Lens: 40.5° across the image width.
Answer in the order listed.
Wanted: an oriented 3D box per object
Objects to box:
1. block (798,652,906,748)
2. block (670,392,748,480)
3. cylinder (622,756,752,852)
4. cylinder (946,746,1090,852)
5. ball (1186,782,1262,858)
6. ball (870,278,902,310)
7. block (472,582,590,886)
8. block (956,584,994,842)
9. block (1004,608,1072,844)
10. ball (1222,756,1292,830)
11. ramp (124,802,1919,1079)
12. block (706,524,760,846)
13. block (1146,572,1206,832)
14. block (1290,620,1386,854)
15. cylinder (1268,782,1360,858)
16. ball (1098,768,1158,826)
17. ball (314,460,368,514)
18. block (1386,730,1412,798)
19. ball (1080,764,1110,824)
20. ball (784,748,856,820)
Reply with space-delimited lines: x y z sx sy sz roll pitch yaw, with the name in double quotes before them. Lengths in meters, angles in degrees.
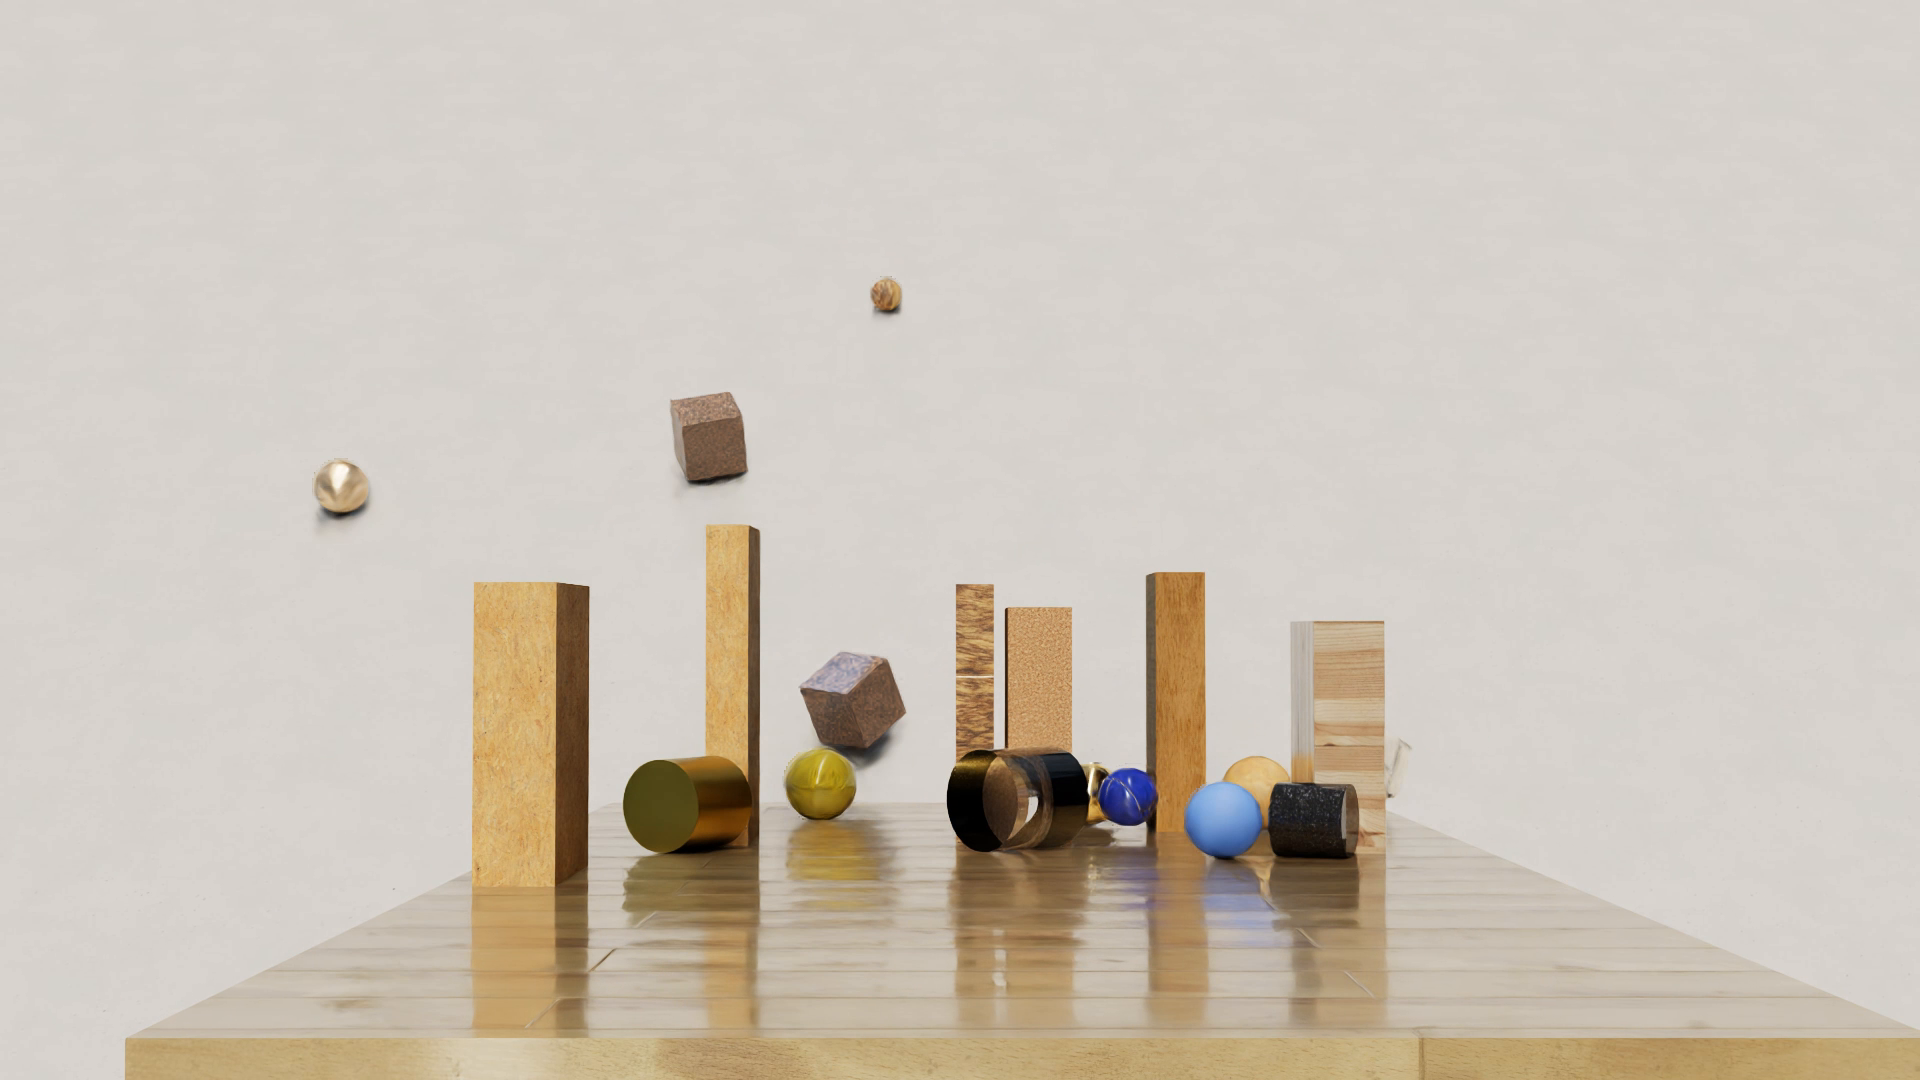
"block" -0.294 0.438 7.129 0.179 0.179 0.179 5 34 41
"block" -0.796 -0.330 8.238 0.194 0.194 0.194 -10 29 -14
"cylinder" -0.562 0.544 5.367 0.190 0.190 0.190 23 9 28
"cylinder" 0.120 0.535 5.379 0.210 0.210 0.210 2 26 -44
"ball" 0.523 0.556 5.158 0.151 0.151 0.151 0 36 0
"ball" -0.257 -0.856 9.063 0.111 0.111 0.111 0 36 0
"block" -0.788 0.350 4.800 0.147 0.537 0.413 0 -2 0
"block" 0.032 0.377 5.737 0.082 0.552 0.318 0 -2 0
"block" 0.171 0.402 5.752 0.136 0.502 0.439 0 -2 0
"ball" 0.673 0.574 5.894 0.168 0.168 0.168 0 36 0
"ramp" 0.079 0.671 4.865 2.000 0.100 4.000 0 -2 0
"block" -0.491 0.311 5.632 0.090 0.676 0.324 0 -2 0
"block" 0.497 0.370 6.001 0.112 0.584 0.310 0 -2 0
"block" 0.792 0.407 5.468 0.144 0.472 0.373 0 -2 0
"cylinder" 0.709 0.560 5.201 0.147 0.147 0.147 -1 33 22
"ball" 0.377 0.575 5.818 0.133 0.133 0.133 0 36 0
"ball" -1.916 -0.164 8.053 0.165 0.165 0.165 0 36 0
"block" 1.022 0.557 6.542 0.142 0.142 0.142 -6 58 52
"ball" 0.305 0.593 6.077 0.143 0.143 0.143 0 36 0
"ball" -0.332 0.583 6.196 0.172 0.172 0.172 0 36 0
